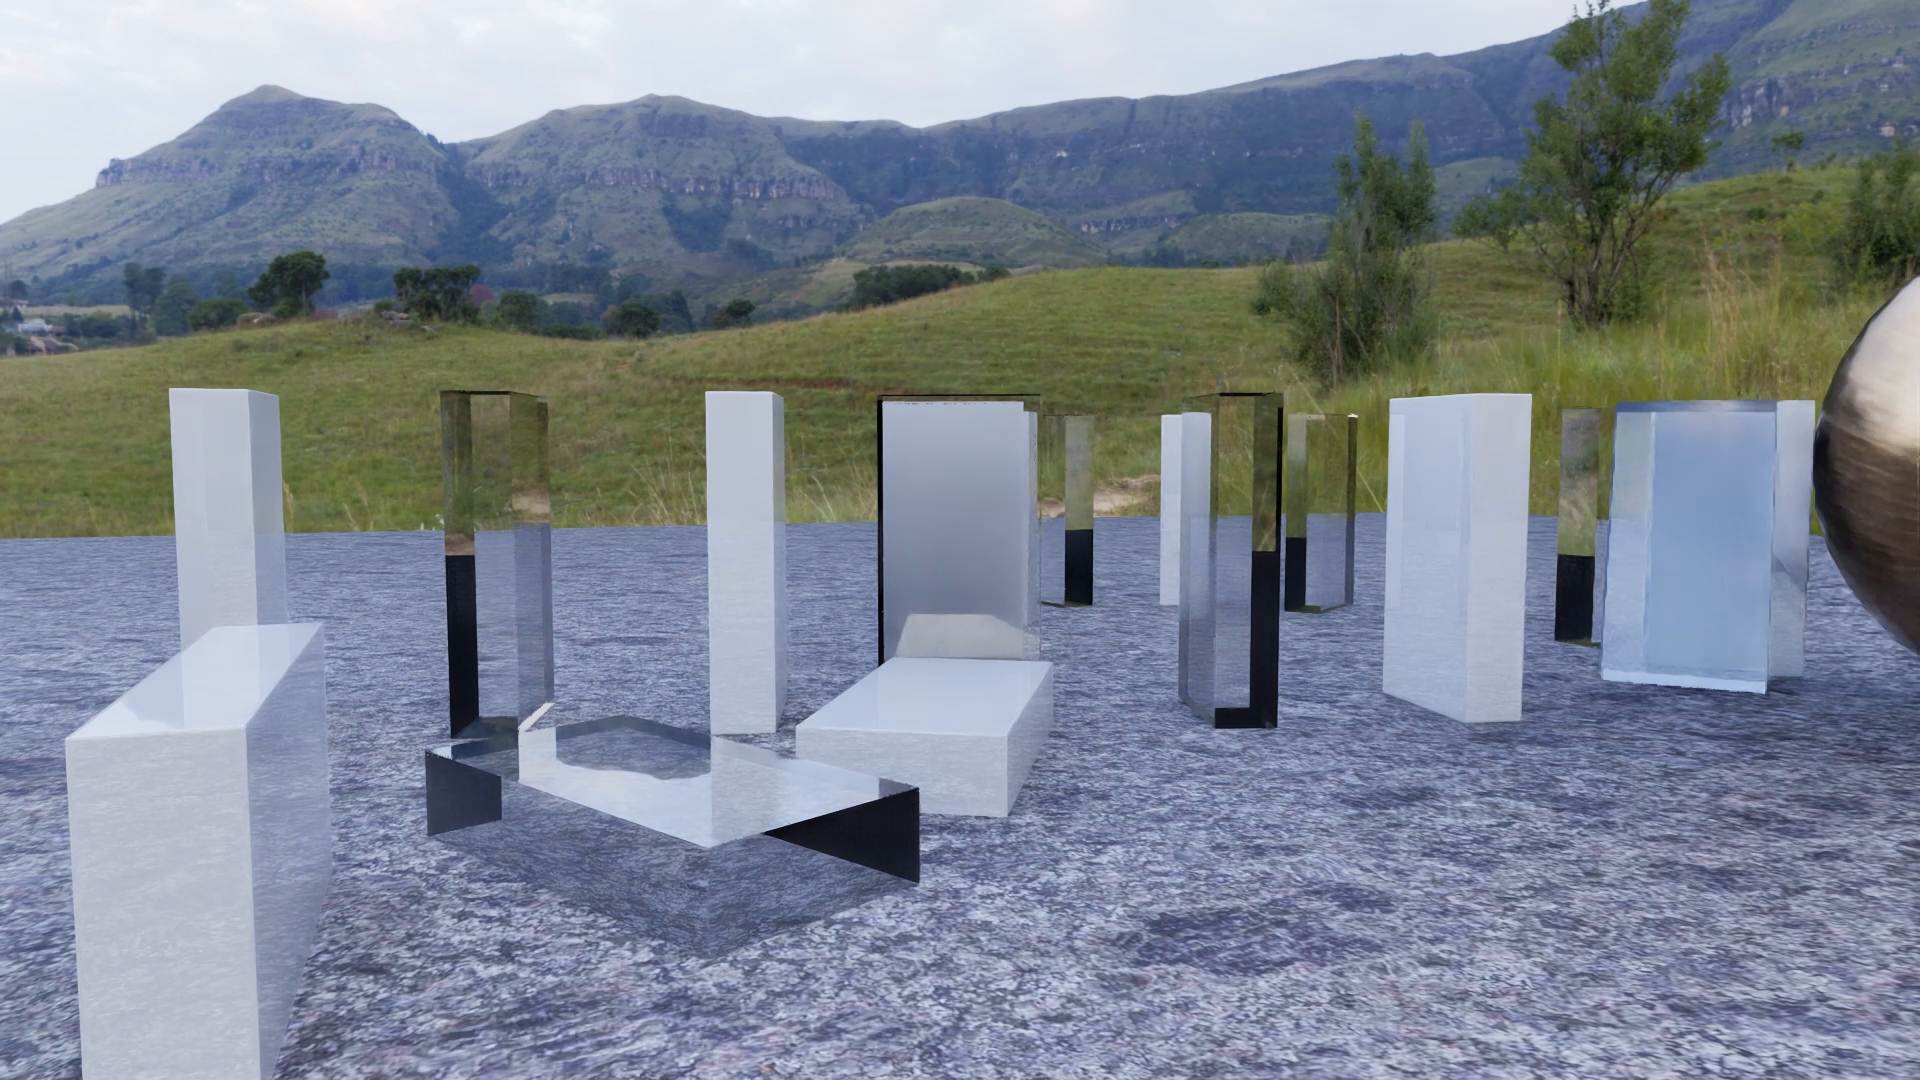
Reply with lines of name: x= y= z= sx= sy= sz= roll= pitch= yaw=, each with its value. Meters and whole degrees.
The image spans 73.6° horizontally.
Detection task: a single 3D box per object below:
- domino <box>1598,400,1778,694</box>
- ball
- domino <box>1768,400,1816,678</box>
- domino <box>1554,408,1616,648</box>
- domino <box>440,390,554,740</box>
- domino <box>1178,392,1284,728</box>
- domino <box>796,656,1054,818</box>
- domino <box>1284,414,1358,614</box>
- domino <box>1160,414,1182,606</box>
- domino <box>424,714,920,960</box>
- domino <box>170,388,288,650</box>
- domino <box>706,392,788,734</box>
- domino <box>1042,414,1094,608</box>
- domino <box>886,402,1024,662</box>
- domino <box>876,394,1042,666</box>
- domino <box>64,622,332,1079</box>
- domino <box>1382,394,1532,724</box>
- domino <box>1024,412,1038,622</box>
domino: x=0.129 y=0.000 z=0.227 sx=0.025 sy=0.050 sz=0.009 roll=3 pitch=-15 yaw=31
ball: x=0.174 y=-0.012 z=0.189 sx=0.080 sy=0.080 sz=0.080 roll=0 pitch=4 yaw=0
domino: x=0.143 y=-0.001 z=0.240 sx=0.025 sy=0.050 sz=0.009 roll=2 pitch=3 yaw=24
domino: x=0.142 y=-0.003 z=0.276 sx=0.025 sy=0.050 sz=0.009 roll=-2 pitch=5 yaw=-23
domino: x=-0.070 y=0.003 z=0.196 sx=0.009 sy=0.050 sz=0.025 roll=0 pitch=4 yaw=-6
domino: x=0.042 y=0.002 z=0.203 sx=0.009 sy=0.050 sz=0.025 roll=0 pitch=4 yaw=-3
domino: x=-0.003 y=0.025 z=0.173 sx=0.025 sy=0.009 sz=0.050 roll=1 pitch=4 yaw=10
domino: x=0.094 y=-0.007 z=0.332 sx=0.009 sy=0.050 sz=0.025 roll=3 pitch=5 yaw=35
domino: x=0.060 y=-0.009 z=0.349 sx=0.009 sy=0.050 sz=0.025 roll=1 pitch=4 yaw=13
domino: x=-0.031 y=0.028 z=0.131 sx=0.050 sy=0.010 sz=0.025 roll=4 pitch=6 yaw=42
domino: x=-0.107 y=0.003 z=0.189 sx=0.009 sy=0.050 sz=0.025 roll=-2 pitch=5 yaw=-19
domino: x=-0.033 y=0.003 z=0.199 sx=0.009 sy=0.050 sz=0.025 roll=0 pitch=4 yaw=-4
domino: x=0.024 y=-0.008 z=0.344 sx=0.010 sy=0.050 sz=0.025 roll=-3 pitch=5 yaw=-34
domino: x=-0.001 y=0.000 z=0.238 sx=0.025 sy=0.050 sz=0.009 roll=0 pitch=4 yaw=-1
domino: x=0.000 y=0.002 z=0.202 sx=0.025 sy=0.050 sz=0.009 roll=0 pitch=4 yaw=5
domino: x=-0.058 y=0.022 z=0.102 sx=0.009 sy=0.025 sz=0.050 roll=-2 pitch=5 yaw=-21
domino: x=0.079 y=0.002 z=0.207 sx=0.009 sy=0.050 sz=0.025 roll=-1 pitch=4 yaw=-10
domino: x=0.006 y=-0.006 z=0.312 sx=0.025 sy=0.050 sz=0.009 roll=1 pitch=4 yaw=16
